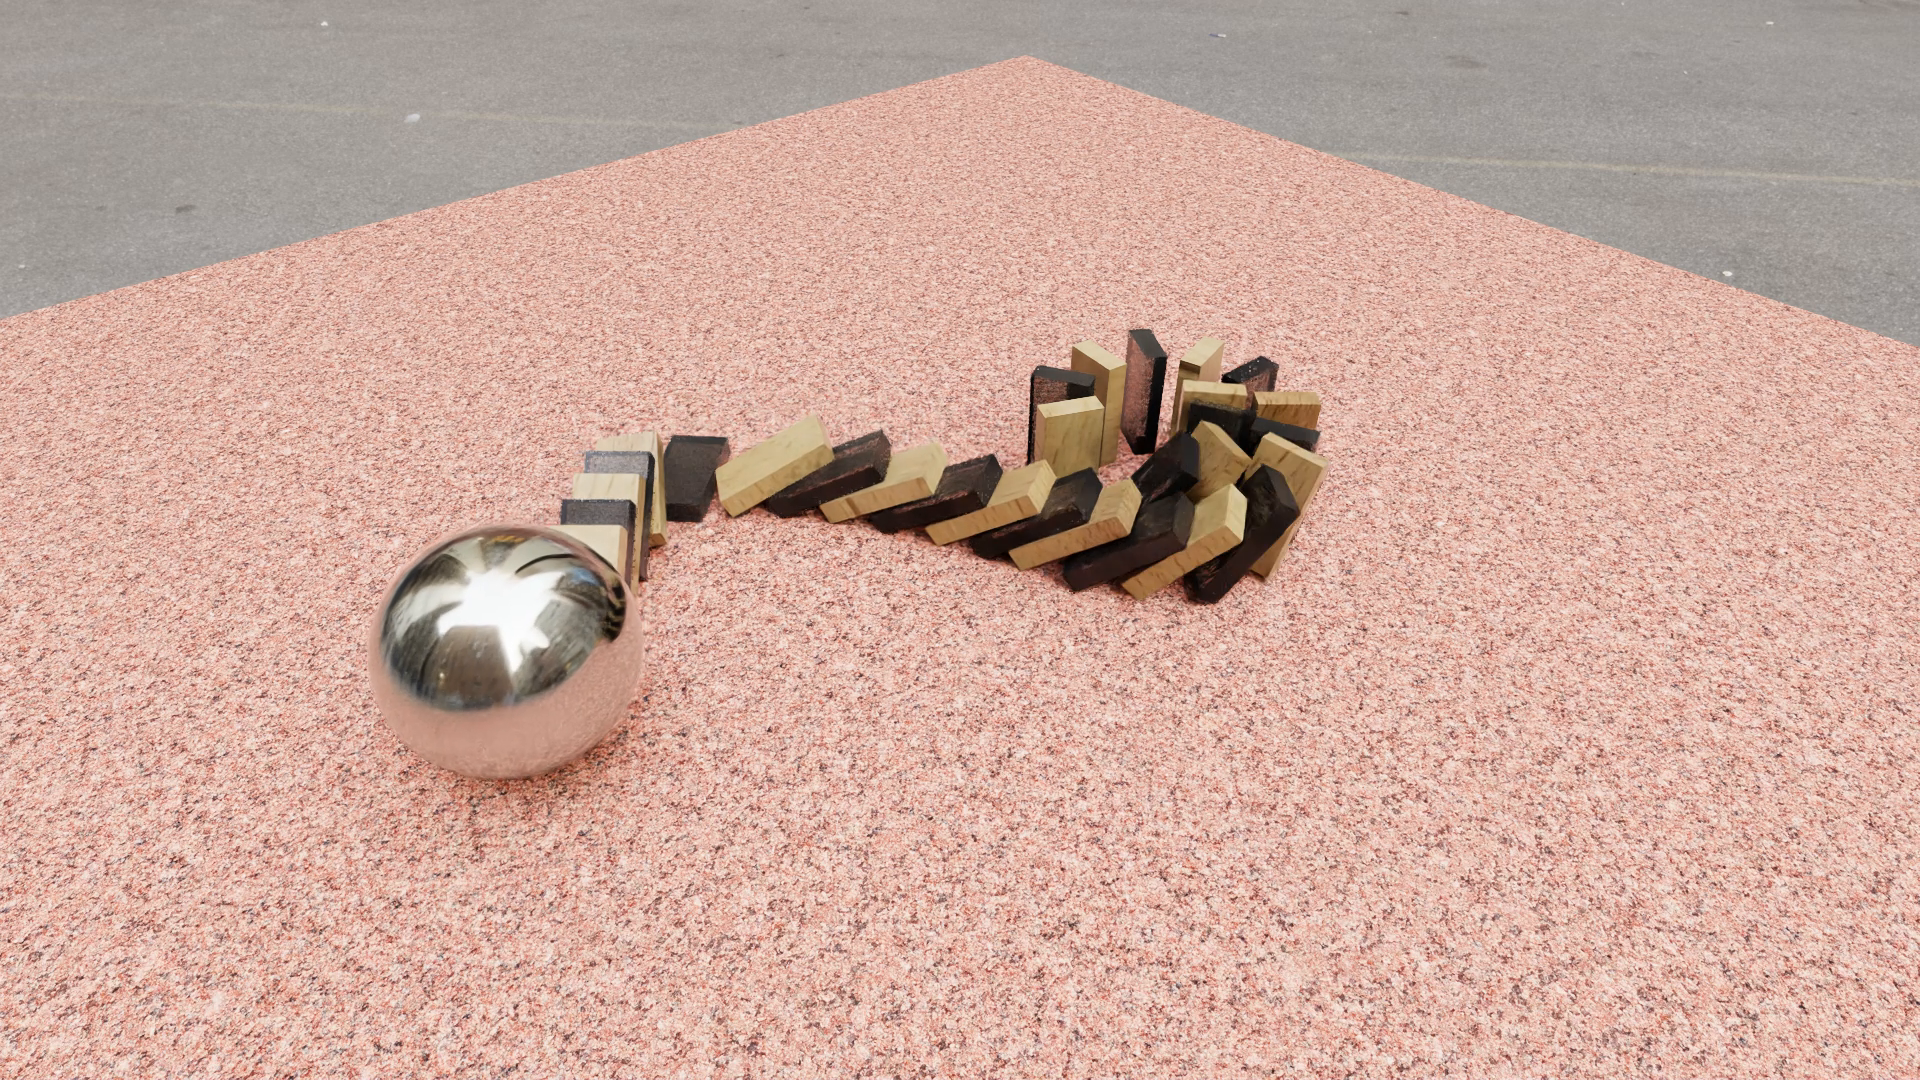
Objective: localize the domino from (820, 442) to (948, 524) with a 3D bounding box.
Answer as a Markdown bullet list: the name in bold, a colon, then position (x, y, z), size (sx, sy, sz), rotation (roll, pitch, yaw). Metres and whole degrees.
- **domino**: position (-0.032, -0.024, 0.455), size (0.050, 0.009, 0.025), rotation (-14, 33, 26)

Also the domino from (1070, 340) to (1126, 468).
- **domino**: position (0.059, -0.060, 0.484), size (0.009, 0.050, 0.025), rotation (-23, 45, -26)

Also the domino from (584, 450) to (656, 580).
- **domino**: position (-0.136, -0.010, 0.433), size (0.025, 0.009, 0.050), rotation (0, 76, 0)

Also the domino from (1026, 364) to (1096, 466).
- **domino**: position (0.043, -0.049, 0.471), size (0.025, 0.050, 0.010), rotation (14, 41, 16)

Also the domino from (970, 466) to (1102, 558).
- **domino**: position (0.030, -0.010, 0.434), size (0.050, 0.009, 0.025), rotation (-20, 27, 35)

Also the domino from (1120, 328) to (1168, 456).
- **domino**: position (0.081, -0.066, 0.492), size (0.010, 0.050, 0.025), rotation (-7, 40, -8)

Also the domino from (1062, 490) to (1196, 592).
- **domino**: position (0.064, 0.001, 0.419), size (0.050, 0.010, 0.025), rotation (-25, 25, 35)

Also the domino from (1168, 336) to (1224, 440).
- **domino**: position (0.104, -0.062, 0.487), size (0.010, 0.050, 0.025), rotation (23, 45, 26)

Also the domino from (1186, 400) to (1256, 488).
- **domino**: position (0.102, -0.030, 0.448), size (0.025, 0.050, 0.010), rotation (14, 22, 16)

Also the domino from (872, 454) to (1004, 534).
- **domino**: position (-0.009, -0.019, 0.448), size (0.050, 0.009, 0.025), rotation (-13, 31, 32)

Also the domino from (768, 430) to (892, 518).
- **domino**: position (-0.054, -0.028, 0.460), size (0.050, 0.010, 0.025), rotation (-18, 35, 20)

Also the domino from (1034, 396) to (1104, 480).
- **domino**: position (0.044, -0.034, 0.453), size (0.025, 0.050, 0.009), rotation (-11, 41, -13)

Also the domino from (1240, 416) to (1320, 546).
- **domino**: position (0.125, -0.023, 0.439), size (0.025, 0.050, 0.009), rotation (16, 42, 19)

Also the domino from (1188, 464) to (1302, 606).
- **domino**: position (0.105, -0.002, 0.415), size (0.010, 0.050, 0.025), rotation (23, 34, -21)

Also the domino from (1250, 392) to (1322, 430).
- **domino**: position (0.132, -0.038, 0.457), size (0.025, 0.050, 0.010), rotation (0, 39, 0)

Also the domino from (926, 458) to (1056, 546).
- **domino**: position (0.012, -0.015, 0.441), size (0.050, 0.009, 0.025), rotation (-17, 28, 34)

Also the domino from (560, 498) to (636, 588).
- **domino**: position (-0.136, 0.010, 0.409), size (0.025, 0.009, 0.050), rotation (0, 77, 0)

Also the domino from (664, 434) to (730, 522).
- **domino**: position (-0.118, -0.027, 0.477), size (0.025, 0.010, 0.050), rotation (3, 39, 3)

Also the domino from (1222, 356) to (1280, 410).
- **domino**: position (0.122, -0.052, 0.474), size (0.025, 0.050, 0.010), rotation (-27, 46, -29)

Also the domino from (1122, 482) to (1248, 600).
- **domino**: position (0.084, 0.001, 0.415), size (0.009, 0.050, 0.025), rotation (42, 40, -17)

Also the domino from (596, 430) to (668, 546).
- **domino**: position (-0.135, -0.020, 0.452), size (0.025, 0.009, 0.050), rotation (-10, 61, -2)

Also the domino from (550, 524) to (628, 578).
- **domino**: position (-0.135, 0.020, 0.397), size (0.025, 0.010, 0.050), rotation (0, 77, 0)

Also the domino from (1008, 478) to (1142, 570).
- **domino**: position (0.045, -0.006, 0.429), size (0.050, 0.009, 0.025), rotation (-20, 27, 35)

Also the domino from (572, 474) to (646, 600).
- **domino**: position (-0.136, 0.000, 0.421), size (0.025, 0.009, 0.050), rotation (0, 77, 0)

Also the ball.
- **ball**: position (-0.141, 0.034, 0.346), size (0.080, 0.080, 0.080), rotation (0, 39, 0)

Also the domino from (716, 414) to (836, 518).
- **domino**: position (-0.079, -0.032, 0.466), size (0.050, 0.009, 0.025), rotation (-29, 40, 4)

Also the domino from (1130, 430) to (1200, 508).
- **domino**: position (0.074, -0.018, 0.435), size (0.009, 0.050, 0.025), rotation (30, 40, -15)

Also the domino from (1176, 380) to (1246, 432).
- **domino**: position (0.103, -0.041, 0.462), size (0.025, 0.050, 0.010), rotation (5, 35, 6)

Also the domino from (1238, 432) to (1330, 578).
- **domino**: position (0.119, -0.013, 0.425), size (0.025, 0.050, 0.009), rotation (31, 31, 22)

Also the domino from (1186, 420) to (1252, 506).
- **domino**: position (0.092, -0.019, 0.436), size (0.010, 0.050, 0.025), rotation (12, 31, -33)
